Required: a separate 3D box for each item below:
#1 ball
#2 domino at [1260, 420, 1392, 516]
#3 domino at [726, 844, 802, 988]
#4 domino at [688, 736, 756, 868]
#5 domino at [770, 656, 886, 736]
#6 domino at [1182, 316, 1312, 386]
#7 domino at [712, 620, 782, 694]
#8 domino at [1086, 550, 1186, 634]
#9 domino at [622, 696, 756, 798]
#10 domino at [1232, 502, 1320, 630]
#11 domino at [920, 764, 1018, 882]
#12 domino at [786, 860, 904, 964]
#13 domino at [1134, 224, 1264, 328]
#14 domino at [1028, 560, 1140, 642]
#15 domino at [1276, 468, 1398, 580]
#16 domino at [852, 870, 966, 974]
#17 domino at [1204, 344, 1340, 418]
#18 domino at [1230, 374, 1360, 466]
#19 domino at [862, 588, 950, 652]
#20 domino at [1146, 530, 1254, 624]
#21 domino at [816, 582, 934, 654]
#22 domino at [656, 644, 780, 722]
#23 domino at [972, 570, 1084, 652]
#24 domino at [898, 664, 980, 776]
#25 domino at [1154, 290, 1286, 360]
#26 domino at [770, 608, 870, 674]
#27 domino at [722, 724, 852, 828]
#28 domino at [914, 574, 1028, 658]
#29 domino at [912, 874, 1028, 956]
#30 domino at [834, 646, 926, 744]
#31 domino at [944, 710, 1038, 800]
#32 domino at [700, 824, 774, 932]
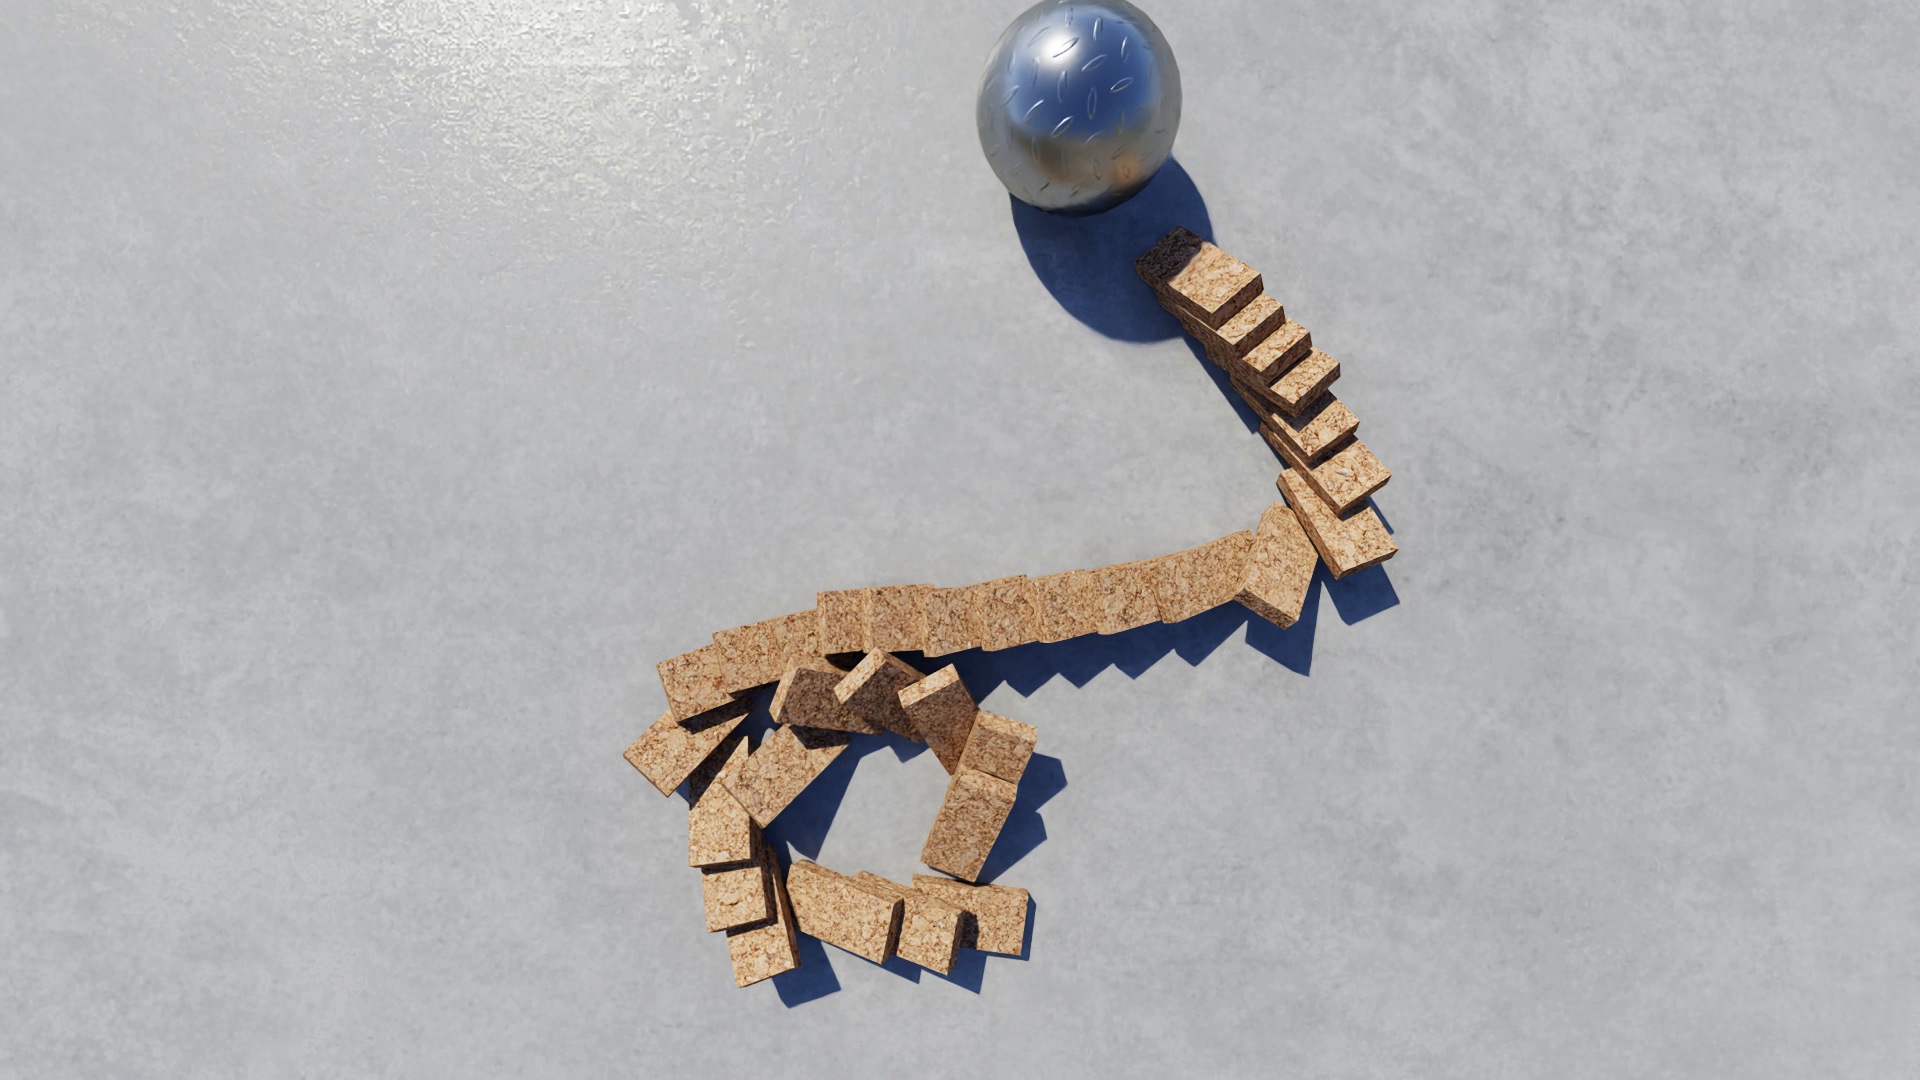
[{"bbox_3d":[0.046,-0.169,0.360,0.080,0.080,0.080,0,90,0],"label":"ball"},{"bbox_3d":[0.153,-0.037,0.385,0.025,0.009,0.050,-33,65,-2],"label":"domino"},{"bbox_3d":[-0.085,0.157,0.385,0.025,0.009,0.050,-21,65,1],"label":"domino"},{"bbox_3d":[-0.100,0.110,0.385,0.025,0.010,0.050,-7,66,0],"label":"domino"},{"bbox_3d":[-0.051,0.065,0.380,0.050,0.009,0.025,16,104,-34],"label":"domino"},{"bbox_3d":[0.118,-0.087,0.381,0.025,0.010,0.050,-40,51,0],"label":"domino"},{"bbox_3d":[-0.076,0.045,0.385,0.050,0.009,0.025,-12,89,-24],"label":"domino"},{"bbox_3d":[0.079,0.022,0.385,0.050,0.010,0.025,-12,90,-24],"label":"domino"},{"bbox_3d":[-0.113,0.080,0.384,0.025,0.010,0.050,43,62,1],"label":"domino"},{"bbox_3d":[0.134,0.010,0.383,0.025,0.010,0.050,31,58,0],"label":"domino"},{"bbox_3d":[0.003,0.119,0.384,0.025,0.010,0.050,21,118,0],"label":"domino"},{"bbox_3d":[-0.050,0.156,0.386,0.050,0.010,0.025,12,90,22],"label":"domino"},{"bbox_3d":[0.098,-0.110,0.381,0.025,0.009,0.050,-40,51,0],"label":"domino"},{"bbox_3d":[0.055,0.026,0.385,0.050,0.009,0.025,-11,90,-25],"label":"domino"},{"bbox_3d":[0.157,-0.011,0.384,0.025,0.009,0.050,-21,64,-3],"label":"domino"},{"bbox_3d":[-0.024,0.161,0.386,0.050,0.009,0.025,11,91,22],"label":"domino"},{"bbox_3d":[0.129,-0.075,0.381,0.025,0.010,0.050,-42,54,-2],"label":"domino"},{"bbox_3d":[0.140,-0.058,0.385,0.025,0.010,0.050,-35,66,0],"label":"domino"},{"bbox_3d":[-0.016,0.033,0.382,0.050,0.010,0.025,0,84,-29],"label":"domino"},{"bbox_3d":[0.104,0.015,0.386,0.050,0.009,0.025,-18,90,-23],"label":"domino"},{"bbox_3d":[-0.034,0.032,0.383,0.050,0.009,0.025,-3,86,-29],"label":"domino"},{"bbox_3d":[-0.099,0.055,0.385,0.050,0.010,0.025,-19,88,-25],"label":"domino"},{"bbox_3d":[0.031,0.029,0.385,0.050,0.009,0.025,-10,90,-26],"label":"domino"},{"bbox_3d":[-0.004,0.075,0.381,0.025,0.009,0.050,-28,128,0],"label":"domino"},{"bbox_3d":[0.107,-0.098,0.380,0.025,0.009,0.050,-39,51,0],"label":"domino"},{"bbox_3d":[-0.052,0.040,0.385,0.050,0.010,0.025,-12,90,-24],"label":"domino"},{"bbox_3d":[-0.072,0.093,0.385,0.025,0.010,0.050,47,64,0],"label":"domino"},{"bbox_3d":[0.007,0.031,0.384,0.050,0.010,0.025,-10,90,-30],"label":"domino"},{"bbox_3d":[0.003,0.161,0.395,0.050,0.010,0.025,8,90,0],"label":"domino"},{"bbox_3d":[-0.026,0.065,0.378,0.025,0.009,0.050,-45,134,6],"label":"domino"},{"bbox_3d":[0.012,0.096,0.383,0.025,0.010,0.050,17,119,-3],"label":"domino"},{"bbox_3d":[-0.095,0.135,0.385,0.025,0.009,0.050,-15,65,1],"label":"domino"}]
